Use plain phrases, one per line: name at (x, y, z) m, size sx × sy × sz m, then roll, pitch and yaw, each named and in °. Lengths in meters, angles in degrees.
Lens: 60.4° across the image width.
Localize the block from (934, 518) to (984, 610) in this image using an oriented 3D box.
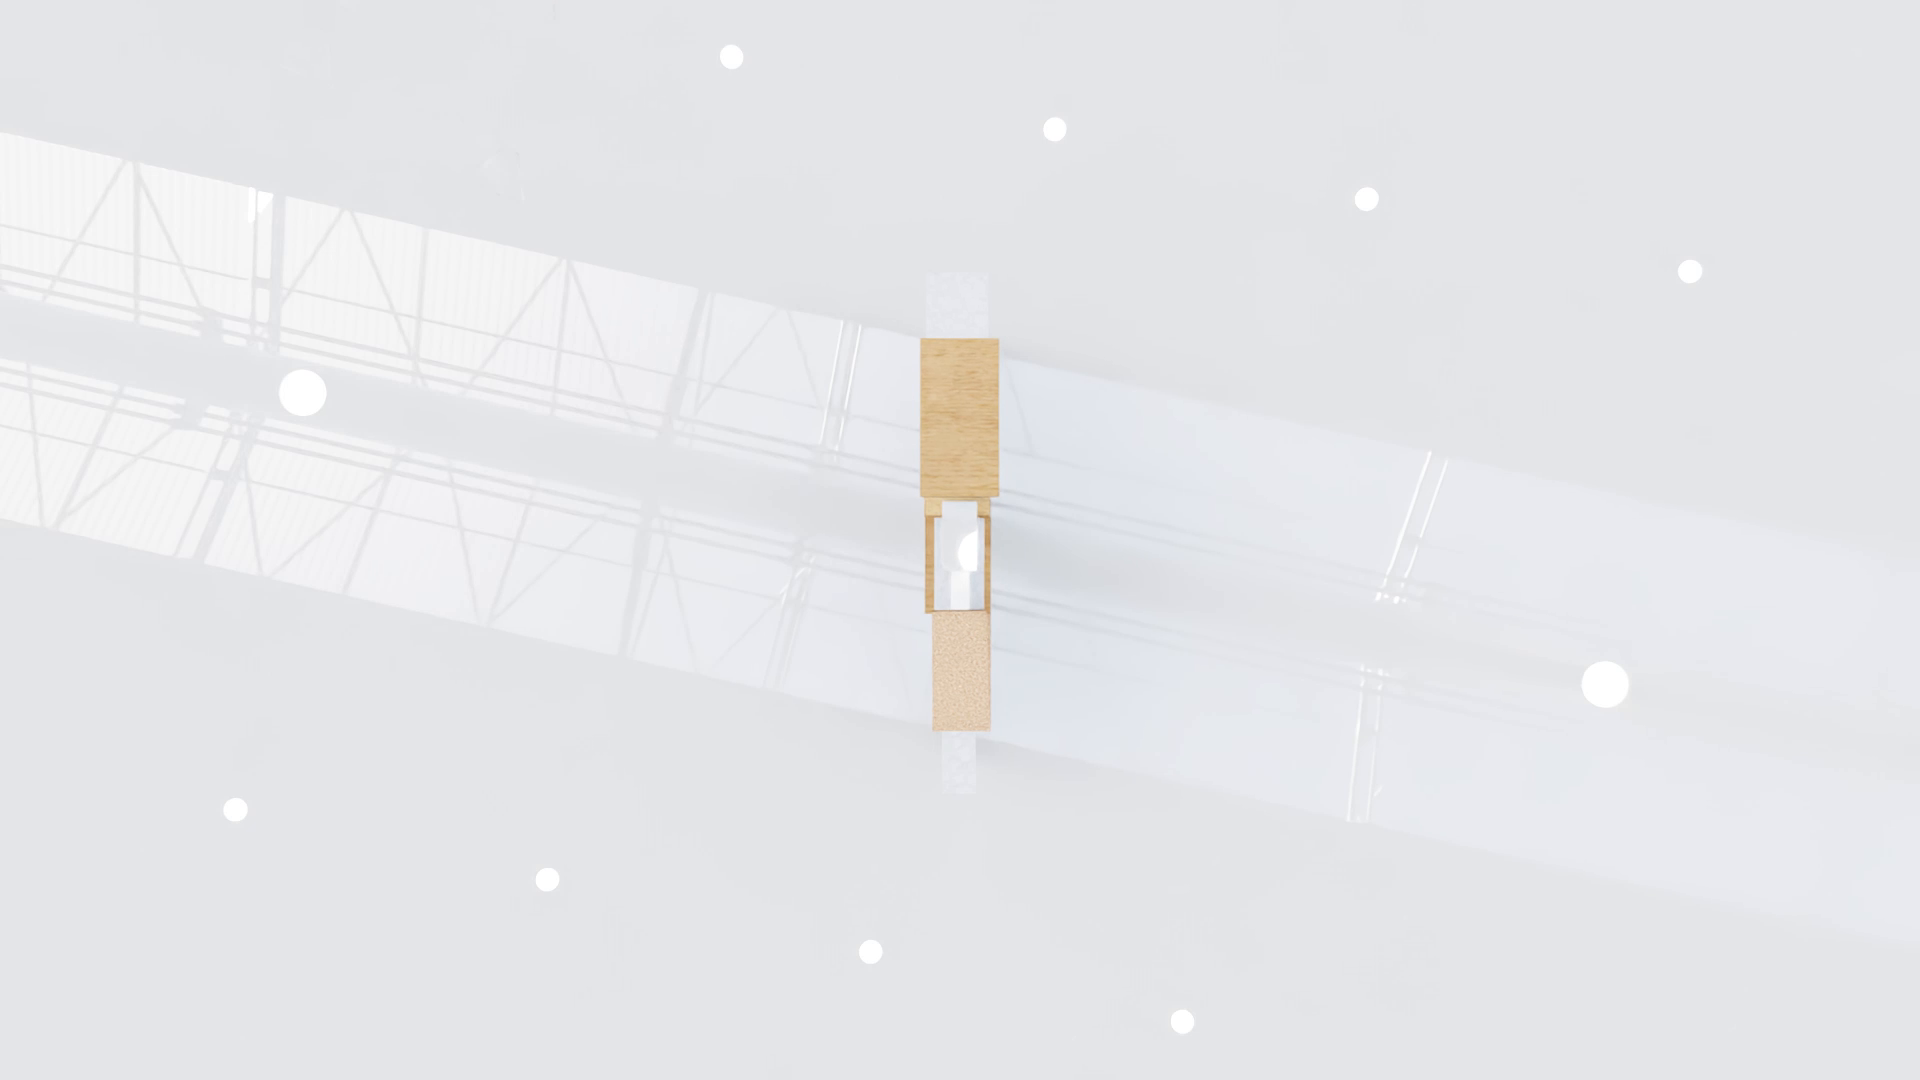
block at (-0.002, 0.067, 4.092) m, size 0.122 × 0.035 × 0.245 m, roll 0°, pitch 90°, yaw 0°

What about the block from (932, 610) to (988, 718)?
block at (0.001, 0.305, 4.062) m, size 0.132 × 0.037 × 0.265 m, roll -1°, pitch 93°, yaw 0°

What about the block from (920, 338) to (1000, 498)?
block at (-0.001, -0.268, 3.629) m, size 0.173 × 0.049 × 0.347 m, roll 0°, pitch 90°, yaw 0°

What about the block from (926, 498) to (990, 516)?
block at (-0.005, -0.215, 4.022) m, size 0.155 × 0.044 × 0.310 m, roll 0°, pitch 90°, yaw 0°

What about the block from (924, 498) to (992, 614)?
block at (-0.006, 0.021, 4.379) m, size 0.175 × 0.049 × 0.349 m, roll 0°, pitch 90°, yaw 0°

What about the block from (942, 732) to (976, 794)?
block at (-0.003, 0.603, 4.527) m, size 0.093 × 0.026 × 0.185 m, roll 0°, pitch 90°, yaw 0°

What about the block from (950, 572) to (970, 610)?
block at (0.001, 0.122, 3.976) m, size 0.046 × 0.013 × 0.092 m, roll 1°, pitch 90°, yaw 0°

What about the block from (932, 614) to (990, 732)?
block at (0.004, 0.350, 4.373) m, size 0.154 × 0.044 × 0.309 m, roll 0°, pitch 90°, yaw 0°

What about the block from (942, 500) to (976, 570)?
block at (-0.001, -0.010, 3.828) m, size 0.080 × 0.023 × 0.160 m, roll 0°, pitch 90°, yaw 0°

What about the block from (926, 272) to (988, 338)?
block at (-0.007, -0.532, 4.293) m, size 0.161 × 0.046 × 0.322 m, roll 0°, pitch 90°, yaw 1°
